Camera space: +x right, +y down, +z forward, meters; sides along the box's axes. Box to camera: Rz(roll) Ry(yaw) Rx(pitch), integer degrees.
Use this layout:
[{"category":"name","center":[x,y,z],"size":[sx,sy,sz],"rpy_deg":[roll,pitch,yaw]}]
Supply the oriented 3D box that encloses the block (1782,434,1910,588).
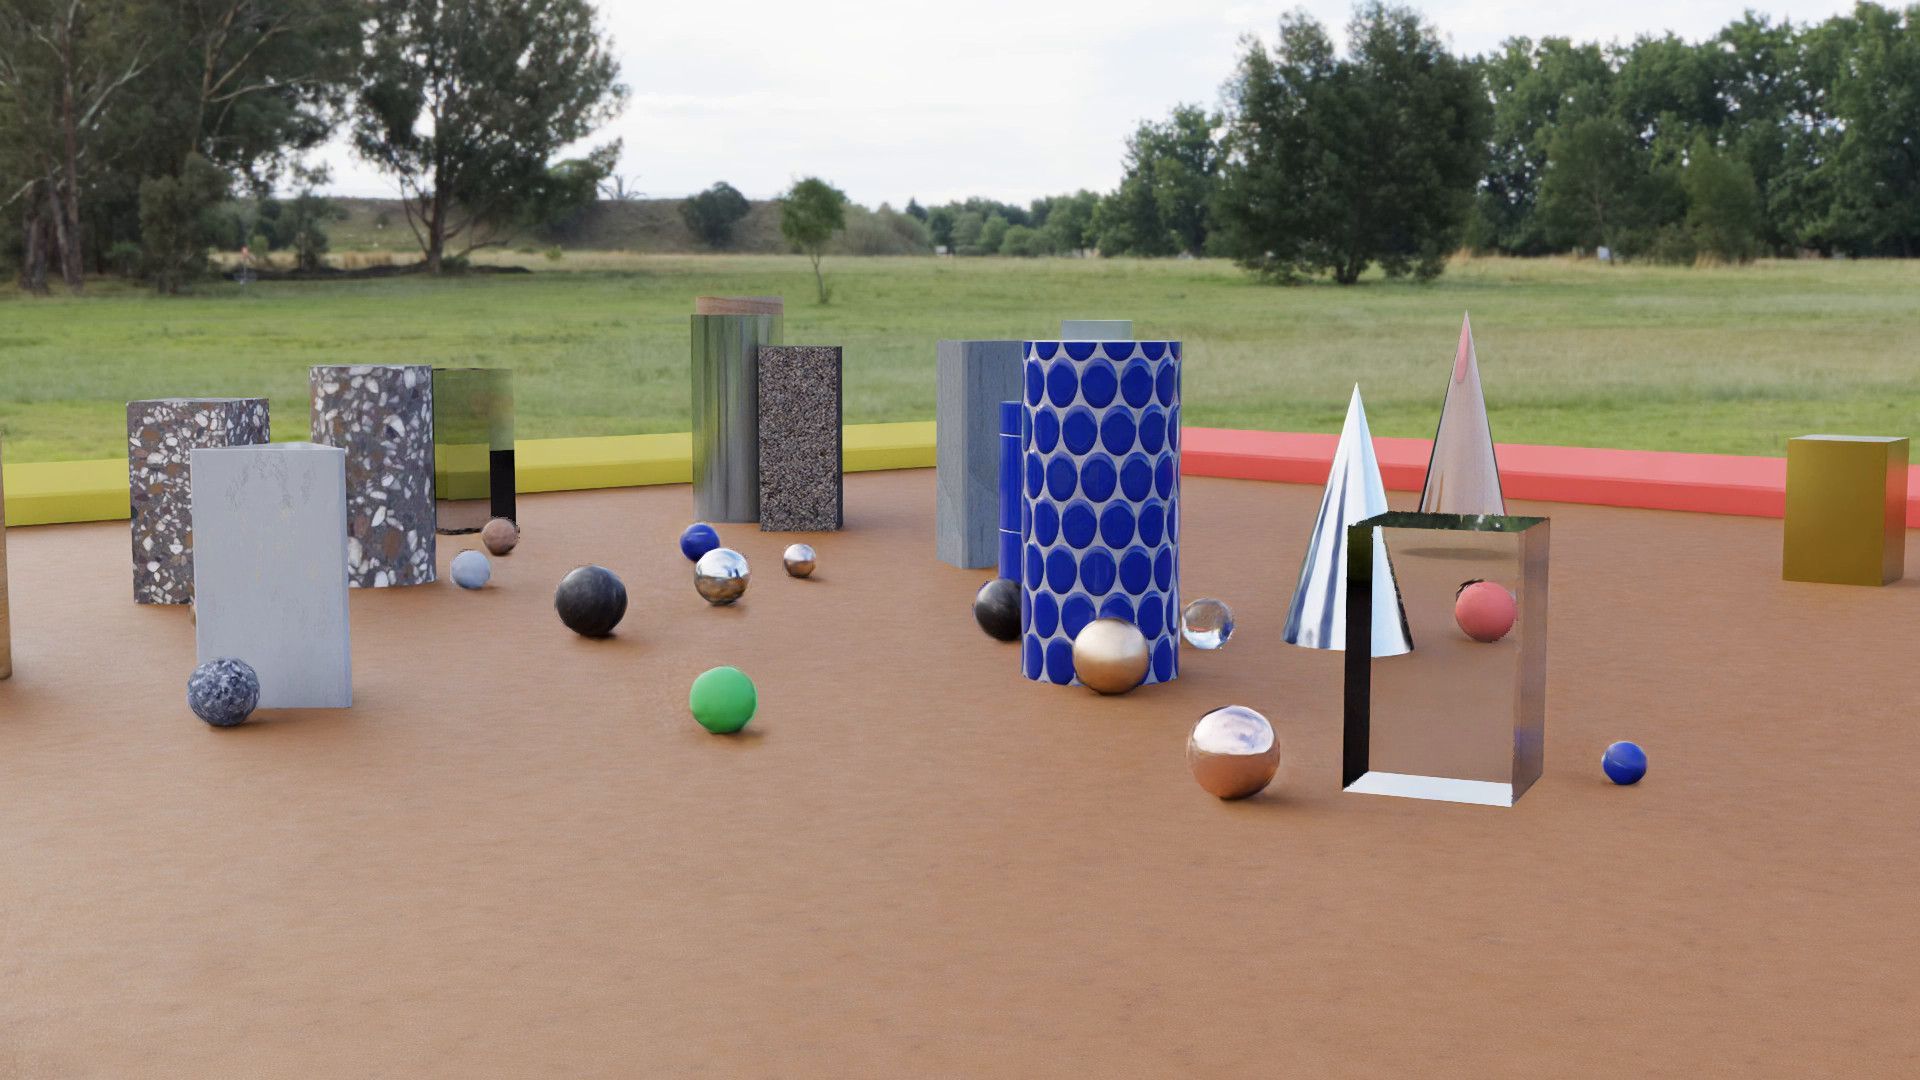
[{"category":"block","center":[1.462,-0.051,3.628],"size":[0.155,0.233,0.155],"rpy_deg":[4,7,35]}]

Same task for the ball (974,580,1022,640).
[{"category":"ball","center":[0.060,0.094,2.968],"size":[0.082,0.082,0.082],"rpy_deg":[0,6,0]}]

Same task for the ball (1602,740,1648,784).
[{"category":"ball","center":[0.625,0.209,2.067],"size":[0.041,0.041,0.041],"rpy_deg":[0,6,0]}]

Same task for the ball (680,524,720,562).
[{"category":"ball","center":[-0.458,0.005,3.872],"size":[0.070,0.070,0.070],"rpy_deg":[0,6,0]}]

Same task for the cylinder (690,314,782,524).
[{"category":"cylinder","center":[-0.471,-0.260,4.656],"size":[0.193,0.433,0.193],"rpy_deg":[0,6,0]}]

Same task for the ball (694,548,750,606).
[{"category":"ball","center":[-0.359,0.055,3.317],"size":[0.086,0.086,0.086],"rpy_deg":[0,6,0]}]

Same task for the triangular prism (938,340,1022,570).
[{"category":"triangular prism","center":[0.013,-0.155,3.862],"size":[0.145,0.390,0.167],"rpy_deg":[6,8,44]}]

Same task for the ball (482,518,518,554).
[{"category":"ball","center":[-0.840,-0.007,4.016],"size":[0.064,0.064,0.064],"rpy_deg":[0,6,0]}]

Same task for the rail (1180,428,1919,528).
[{"category":"rail","center":[1.623,-0.124,4.822],"size":[0.045,0.126,4.420],"rpy_deg":[-6,8,-42]}]

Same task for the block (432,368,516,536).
[{"category":"block","center":[-1.006,-0.182,4.430],"size":[0.155,0.325,0.155],"rpy_deg":[-6,8,-44]}]

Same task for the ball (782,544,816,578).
[{"category":"ball","center":[-0.267,0.034,3.660],"size":[0.057,0.057,0.057],"rpy_deg":[0,6,0]}]

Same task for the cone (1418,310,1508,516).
[{"category":"cone","center":[0.928,-0.202,4.050],"size":[0.193,0.445,0.193],"rpy_deg":[0,6,0]}]

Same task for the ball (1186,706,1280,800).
[{"category":"ball","center":[0.250,0.193,2.006],"size":[0.085,0.085,0.085],"rpy_deg":[0,6,0]}]

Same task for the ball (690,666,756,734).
[{"category":"ball","center":[-0.250,0.168,2.316],"size":[0.070,0.070,0.070],"rpy_deg":[0,6,0]}]

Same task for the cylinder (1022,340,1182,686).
[{"category":"cylinder","center":[0.171,-0.038,2.675],"size":[0.193,0.406,0.193],"rpy_deg":[0,6,0]}]

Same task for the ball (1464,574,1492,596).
[{"category":"ball","center":[0.770,0.079,3.221],"size":[0.059,0.059,0.059],"rpy_deg":[0,6,0]}]

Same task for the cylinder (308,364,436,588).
[{"category":"cylinder","center":[-0.962,-0.109,3.607],"size":[0.193,0.353,0.193],"rpy_deg":[0,6,0]}]

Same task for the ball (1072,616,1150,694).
[{"category":"ball","center":[0.174,0.134,2.551],"size":[0.090,0.090,0.090],"rpy_deg":[0,6,0]}]

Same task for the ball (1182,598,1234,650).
[{"category":"ball","center":[0.325,0.110,2.885],"size":[0.068,0.068,0.068],"rpy_deg":[0,6,0]}]

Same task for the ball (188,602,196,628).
[{"category":"ball","center":[-1.048,0.104,3.053],"size":[0.045,0.045,0.045],"rpy_deg":[0,6,0]}]

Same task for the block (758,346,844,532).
[{"category":"block","center":[-0.322,-0.208,4.474],"size":[0.155,0.368,0.155],"rpy_deg":[0,6,1]}]

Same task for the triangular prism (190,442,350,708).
[{"category":"triangular prism","center":[-0.770,0.036,2.521],"size":[0.167,0.290,0.145],"rpy_deg":[0,6,-2]}]

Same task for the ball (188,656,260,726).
[{"category":"ball","center":[-0.789,0.162,2.357],"size":[0.074,0.074,0.074],"rpy_deg":[0,6,0]}]

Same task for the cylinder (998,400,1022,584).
[{"category":"cylinder","center":[0.152,-0.039,3.128],"size":[0.193,0.313,0.193],"rpy_deg":[0,6,0]}]

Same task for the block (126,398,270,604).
[{"category":"block","center":[-1.168,-0.063,3.390],"size":[0.155,0.306,0.155],"rpy_deg":[1,6,7]}]

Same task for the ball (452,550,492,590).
[{"category":"ball","center":[-0.779,0.047,3.504],"size":[0.062,0.062,0.062],"rpy_deg":[0,6,0]}]

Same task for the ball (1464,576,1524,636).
[{"category":"ball","center":[0.732,0.090,3.012],"size":[0.080,0.080,0.080],"rpy_deg":[0,6,0]}]

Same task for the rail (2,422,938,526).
[{"category":"rail","center":[-1.483,-0.135,4.930],"size":[4.465,0.126,0.045],"rpy_deg":[-6,8,-42]}]

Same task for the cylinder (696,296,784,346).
[{"category":"cylinder","center":[-0.487,-0.303,4.886],"size":[0.193,0.472,0.193],"rpy_deg":[0,6,0]}]

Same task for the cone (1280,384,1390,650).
[{"category":"cone","center":[0.530,-0.038,2.954],"size":[0.193,0.347,0.193],"rpy_deg":[0,6,0]}]

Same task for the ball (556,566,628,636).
[{"category":"ball","center":[-0.503,0.083,3.003],"size":[0.097,0.097,0.097],"rpy_deg":[0,6,0]}]

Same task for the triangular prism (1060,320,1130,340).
[{"category":"triangular prism","center":[0.322,-0.253,4.646],"size":[0.167,0.421,0.145],"rpy_deg":[4,7,35]}]

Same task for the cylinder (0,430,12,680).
[{"category":"cylinder","center":[-1.248,0.020,2.636],"size":[0.193,0.299,0.193],"rpy_deg":[0,6,0]}]

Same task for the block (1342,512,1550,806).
[{"category":"block","center":[0.457,0.106,2.063],"size":[0.155,0.247,0.155],"rpy_deg":[3,7,25]}]
